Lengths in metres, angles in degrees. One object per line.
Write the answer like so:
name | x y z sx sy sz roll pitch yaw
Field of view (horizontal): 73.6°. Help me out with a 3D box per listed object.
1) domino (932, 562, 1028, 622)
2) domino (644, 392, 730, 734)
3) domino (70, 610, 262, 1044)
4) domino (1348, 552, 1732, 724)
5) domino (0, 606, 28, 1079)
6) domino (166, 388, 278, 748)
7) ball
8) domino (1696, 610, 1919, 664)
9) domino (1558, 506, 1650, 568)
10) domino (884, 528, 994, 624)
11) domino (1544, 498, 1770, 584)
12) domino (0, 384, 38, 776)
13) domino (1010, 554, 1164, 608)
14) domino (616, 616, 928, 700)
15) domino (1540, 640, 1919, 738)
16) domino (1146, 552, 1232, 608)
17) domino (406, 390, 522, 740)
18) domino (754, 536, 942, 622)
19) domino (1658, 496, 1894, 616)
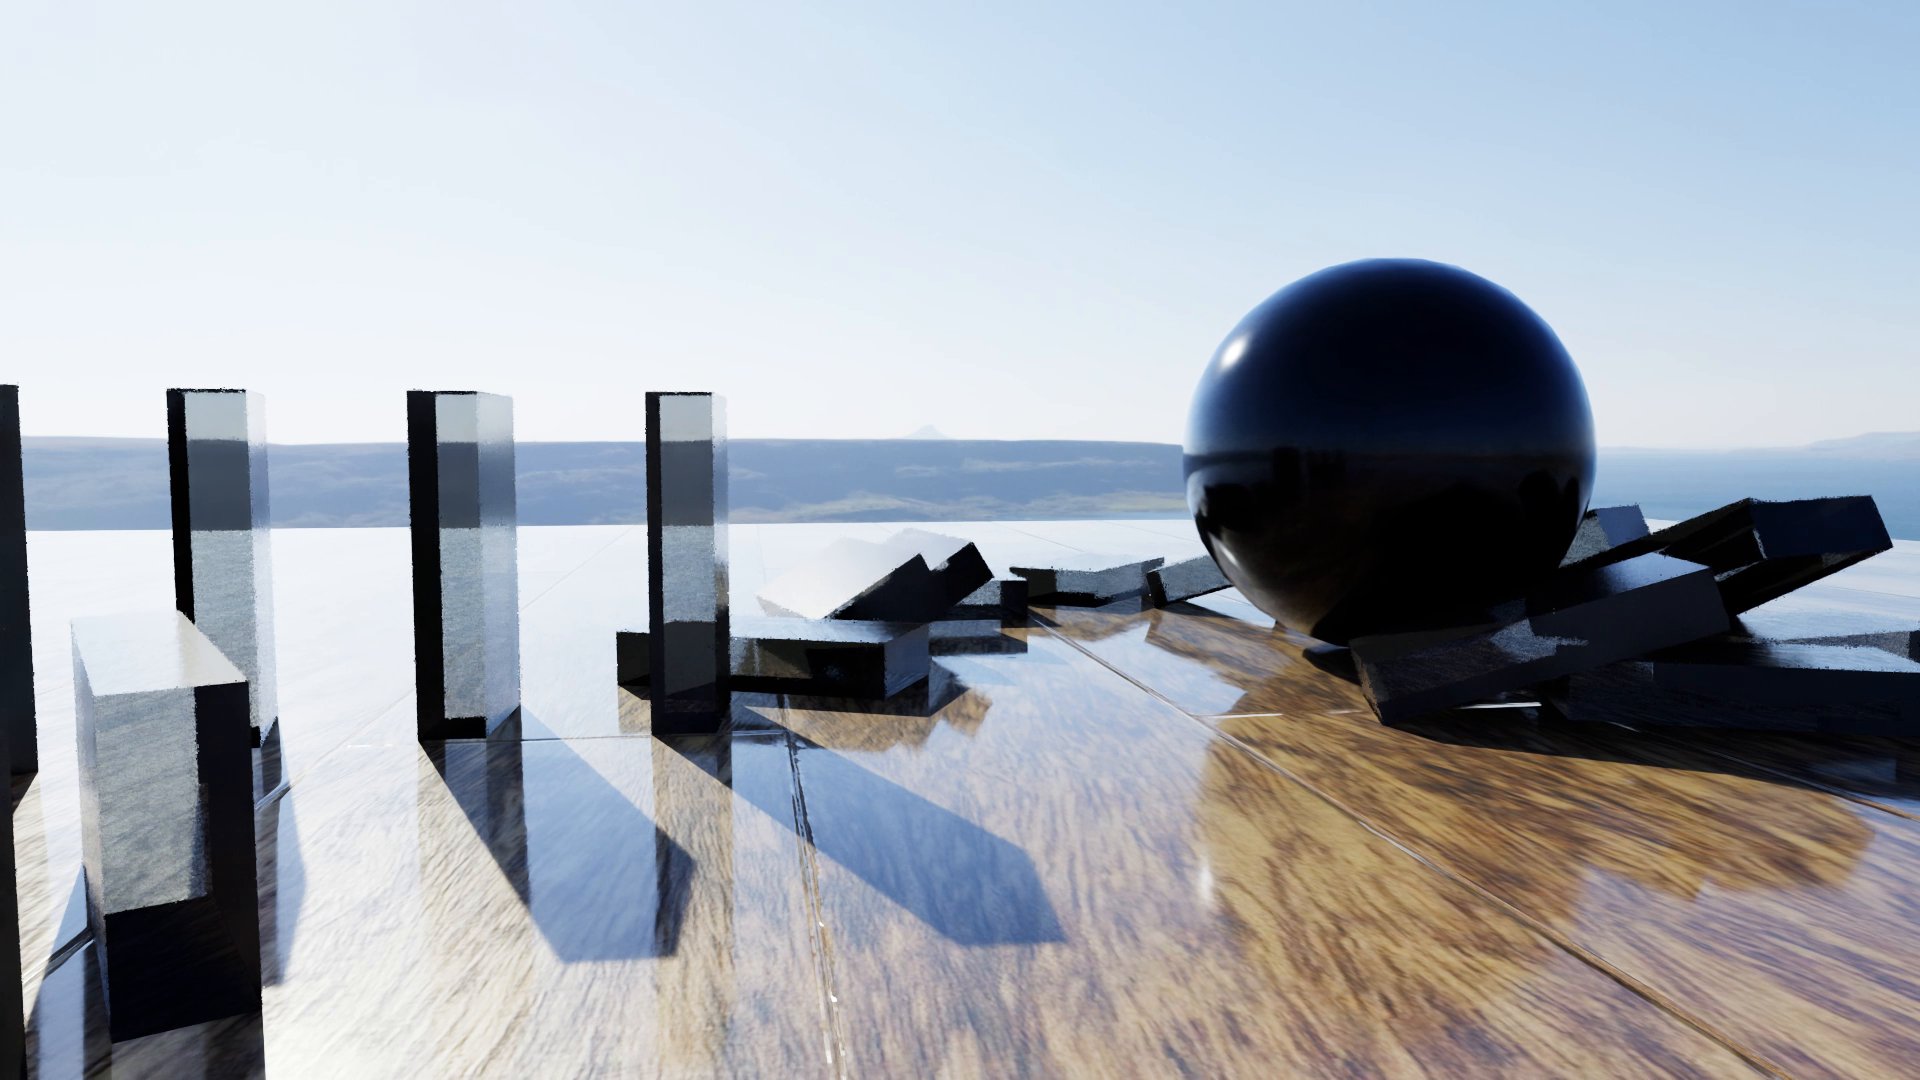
domino | 0.000 0.013 0.334 0.025 0.010 0.050 -1 4 -10
domino | -0.042 0.003 0.199 0.009 0.050 0.025 0 4 -5
domino | -0.071 0.022 0.113 0.010 0.025 0.050 -3 5 -36
domino | 0.088 0.015 0.202 0.050 0.010 0.025 -18 1 12
domino | -0.065 0.013 0.066 0.010 0.050 0.025 2 5 22
domino | -0.107 0.003 0.188 0.010 0.050 0.025 -2 5 -23
ball | 0.086 -0.017 0.263 0.080 0.080 0.080 0 4 0
domino | 0.154 0.020 0.236 0.050 0.009 0.025 -2 5 -19
domino | 0.126 0.006 0.290 0.025 0.009 0.050 -4 -18 -43
domino | -0.013 0.009 0.300 0.025 0.009 0.050 -35 14 -14
domino | 0.144 0.006 0.264 0.025 0.009 0.050 6 -25 -38
domino | -0.133 0.005 0.167 0.025 0.050 0.010 3 5 30
domino | 0.037 0.011 0.360 0.025 0.009 0.050 2 5 30
domino | -0.033 0.020 0.232 0.050 0.010 0.025 1 4 16
domino | 0.121 0.023 0.203 0.050 0.009 0.025 1 4 15
domino | 0.076 0.005 0.335 0.050 0.009 0.025 -18 -2 21
domino | -0.075 0.003 0.195 0.010 0.050 0.025 -1 4 -8
domino | -0.025 0.011 0.276 0.025 0.010 0.050 -34 16 -17
domino | 0.138 0.007 0.235 0.025 0.009 0.050 -4 -21 -12
